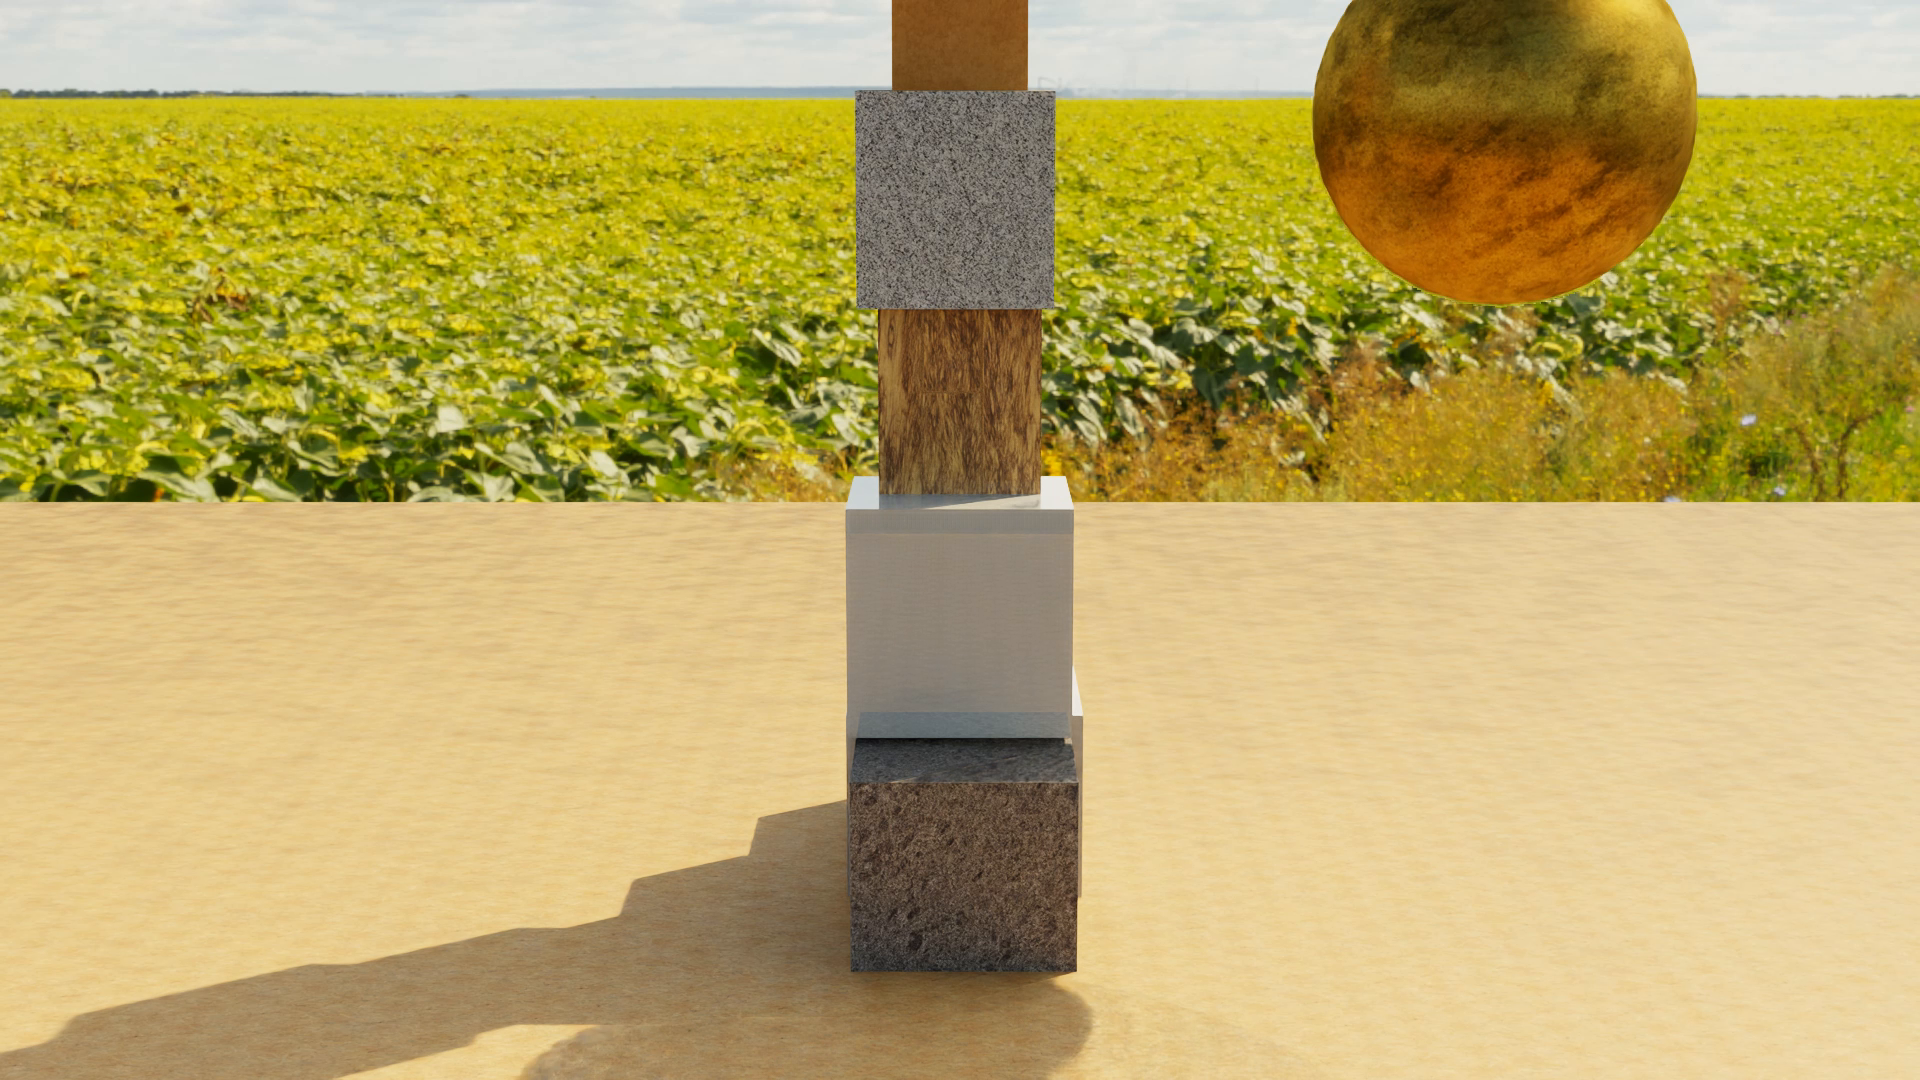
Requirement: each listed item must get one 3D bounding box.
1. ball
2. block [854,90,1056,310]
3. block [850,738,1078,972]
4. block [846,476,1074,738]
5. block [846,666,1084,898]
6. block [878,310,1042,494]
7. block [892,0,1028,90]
[{"bbox_3d":[2.295,-1.798,10.853,1.600,1.600,1.600,0,10,0],"label":"ball"},{"bbox_3d":[-0.019,-1.464,10.914,0.815,0.886,0.874,0,10,0],"label":"block"},{"bbox_3d":[0.016,1.246,10.548,0.896,0.774,0.923,0,10,0],"label":"block"},{"bbox_3d":[-0.001,0.268,10.911,0.927,0.955,0.864,0,10,0],"label":"block"},{"bbox_3d":[0.020,1.063,11.461,1.012,0.807,0.920,0,10,0],"label":"block"},{"bbox_3d":[-0.001,-0.643,11.063,0.681,0.783,0.733,0,10,0],"label":"block"},{"bbox_3d":[0.000,-2.149,10.790,0.559,0.508,0.558,0,10,0],"label":"block"}]
